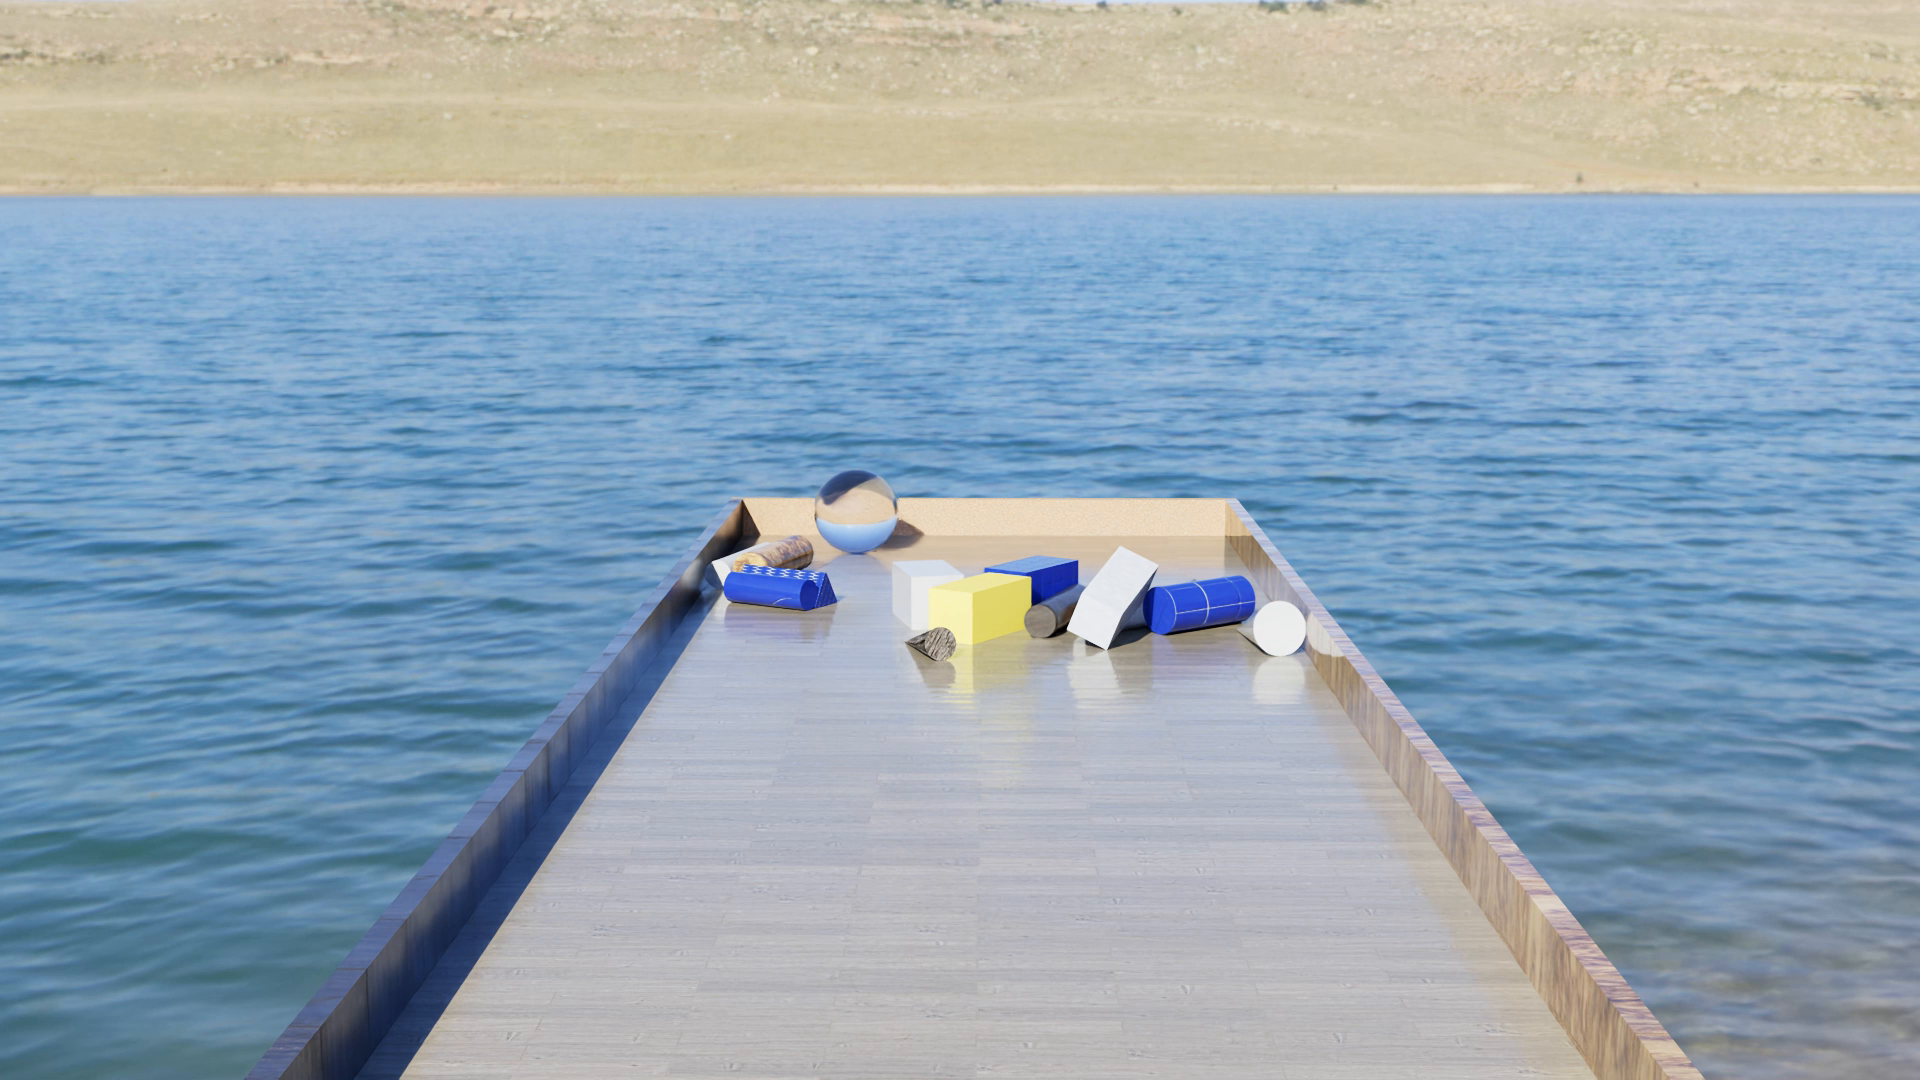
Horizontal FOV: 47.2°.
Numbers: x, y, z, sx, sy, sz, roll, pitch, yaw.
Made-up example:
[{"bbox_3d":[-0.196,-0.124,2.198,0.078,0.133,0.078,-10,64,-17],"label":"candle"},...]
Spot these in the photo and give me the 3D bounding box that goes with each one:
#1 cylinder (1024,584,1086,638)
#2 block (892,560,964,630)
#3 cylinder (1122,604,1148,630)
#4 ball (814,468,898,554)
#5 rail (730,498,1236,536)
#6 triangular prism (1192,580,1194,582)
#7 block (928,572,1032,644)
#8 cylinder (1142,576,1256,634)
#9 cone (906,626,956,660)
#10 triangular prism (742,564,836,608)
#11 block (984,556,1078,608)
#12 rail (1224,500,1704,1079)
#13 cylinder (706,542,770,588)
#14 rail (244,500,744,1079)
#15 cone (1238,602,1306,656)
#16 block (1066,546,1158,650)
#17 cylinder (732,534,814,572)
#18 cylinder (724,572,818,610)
[{"bbox_3d":[0.326,0.231,7.208,0.108,0.108,0.406,3,10,20],"label":"cylinder"},{"bbox_3d":[-0.108,0.180,7.315,0.175,0.175,0.308,-2,9,-13],"label":"block"},{"bbox_3d":[0.518,0.240,7.149,0.303,0.107,0.107,-7,11,-38],"label":"cylinder"},{"bbox_3d":[-0.409,-0.114,8.660,0.334,0.334,0.334,0,9,0],"label":"ball"},{"bbox_3d":[0.099,-0.098,9.147,2.100,0.150,0.050,0,9,1],"label":"rail"},{"bbox_3d":[0.752,0.204,7.434,0.099,0.086,0.364,3,9,18],"label":"triangular prism"},{"bbox_3d":[0.067,0.218,7.103,0.165,0.165,0.350,6,11,33],"label":"block"},{"bbox_3d":[0.782,0.210,7.185,0.358,0.156,0.156,-7,11,-37],"label":"cylinder"},{"bbox_3d":[-0.118,0.319,6.832,0.103,0.103,0.303,-4,0,-23],"label":"cone"},{"bbox_3d":[-0.609,0.154,7.657,0.346,0.113,0.130,5,11,30],"label":"triangular prism"},{"bbox_3d":[0.243,0.164,7.439,0.168,0.168,0.318,7,11,36],"label":"block"},{"bbox_3d":[1.046,0.843,3.208,0.050,0.150,12.000,0,9,1],"label":"rail"},{"bbox_3d":[-0.799,0.091,8.106,0.103,0.103,0.443,3,9,18],"label":"cylinder"},{"bbox_3d":[-1.004,0.839,3.234,0.050,0.150,12.000,0,9,1],"label":"rail"},{"bbox_3d":[0.942,0.283,6.961,0.169,0.169,0.407,-2,-3,-12],"label":"cone"},{"bbox_3d":[0.488,0.181,6.982,0.141,0.141,0.376,27,31,11],"label":"block"},{"bbox_3d":[-0.683,0.079,8.082,0.134,0.134,0.437,3,9,18],"label":"cylinder"},{"bbox_3d":[-0.653,0.175,7.567,0.321,0.107,0.107,5,10,30],"label":"cylinder"}]
